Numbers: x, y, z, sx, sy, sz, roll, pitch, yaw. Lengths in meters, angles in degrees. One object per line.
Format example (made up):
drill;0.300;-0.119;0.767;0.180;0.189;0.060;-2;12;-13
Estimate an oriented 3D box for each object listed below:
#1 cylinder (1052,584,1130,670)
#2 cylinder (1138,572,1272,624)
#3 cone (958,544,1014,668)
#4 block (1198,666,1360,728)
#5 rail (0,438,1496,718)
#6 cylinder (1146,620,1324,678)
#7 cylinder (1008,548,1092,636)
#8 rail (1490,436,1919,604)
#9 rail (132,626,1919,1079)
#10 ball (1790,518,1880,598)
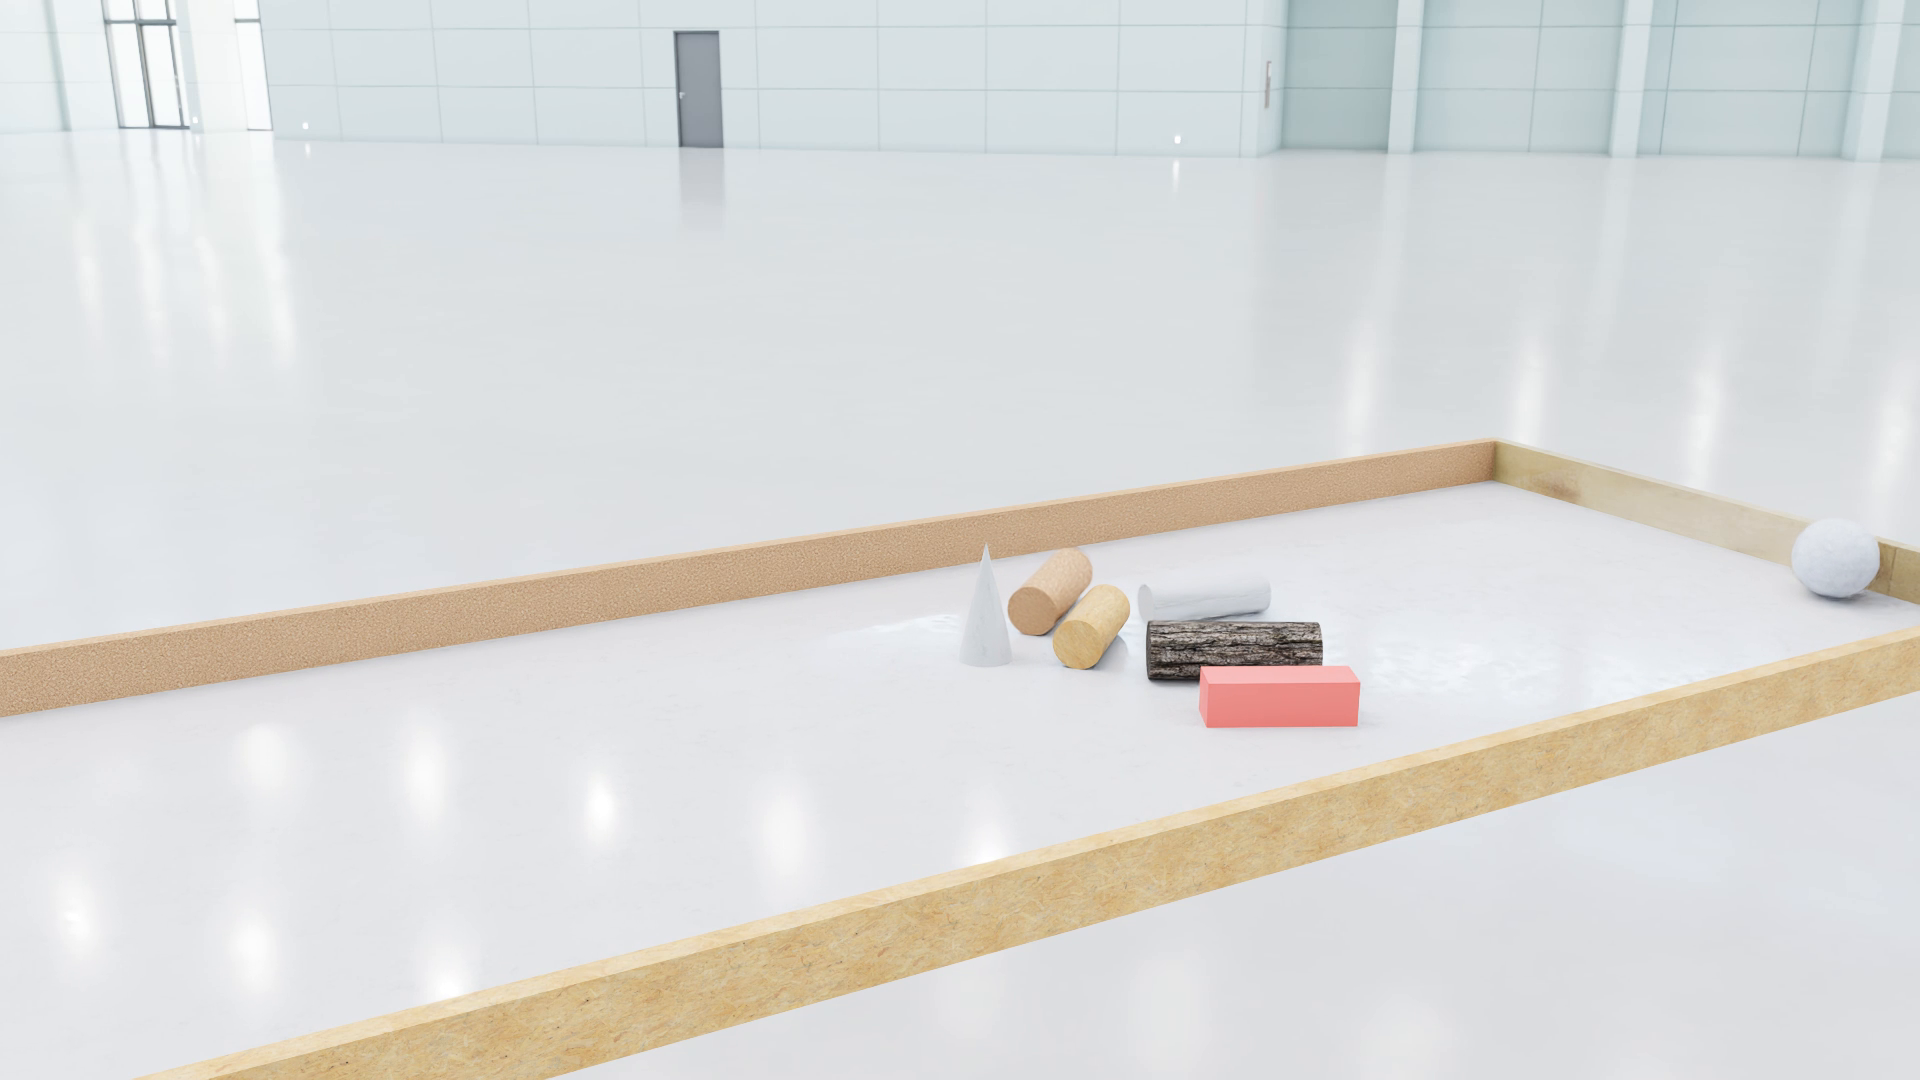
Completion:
cylinder;0.350;0.226;4.353;0.133;0.133;0.313;5;17;18
cylinder;0.682;0.161;4.604;0.358;0.113;0.113;-5;17;-18
cone;0.067;0.155;4.267;0.149;0.316;0.149;0;16;0
block;0.753;0.370;3.901;0.355;0.111;0.111;0;16;-1
rail;-3.305;0.497;3.399;12.000;0.150;0.050;-9;18;-27
cylinder;0.687;0.277;4.153;0.424;0.146;0.146;0;16;1
cylinder;0.257;0.141;4.629;0.139;0.139;0.387;6;17;18
rail;2.466;-0.048;5.253;0.050;0.150;2.100;-9;18;-27
rail;-2.336;1.006;1.665;12.000;0.150;0.050;-9;18;-27
ball;2.532;0.052;4.771;0.229;0.229;0.229;0;16;0
